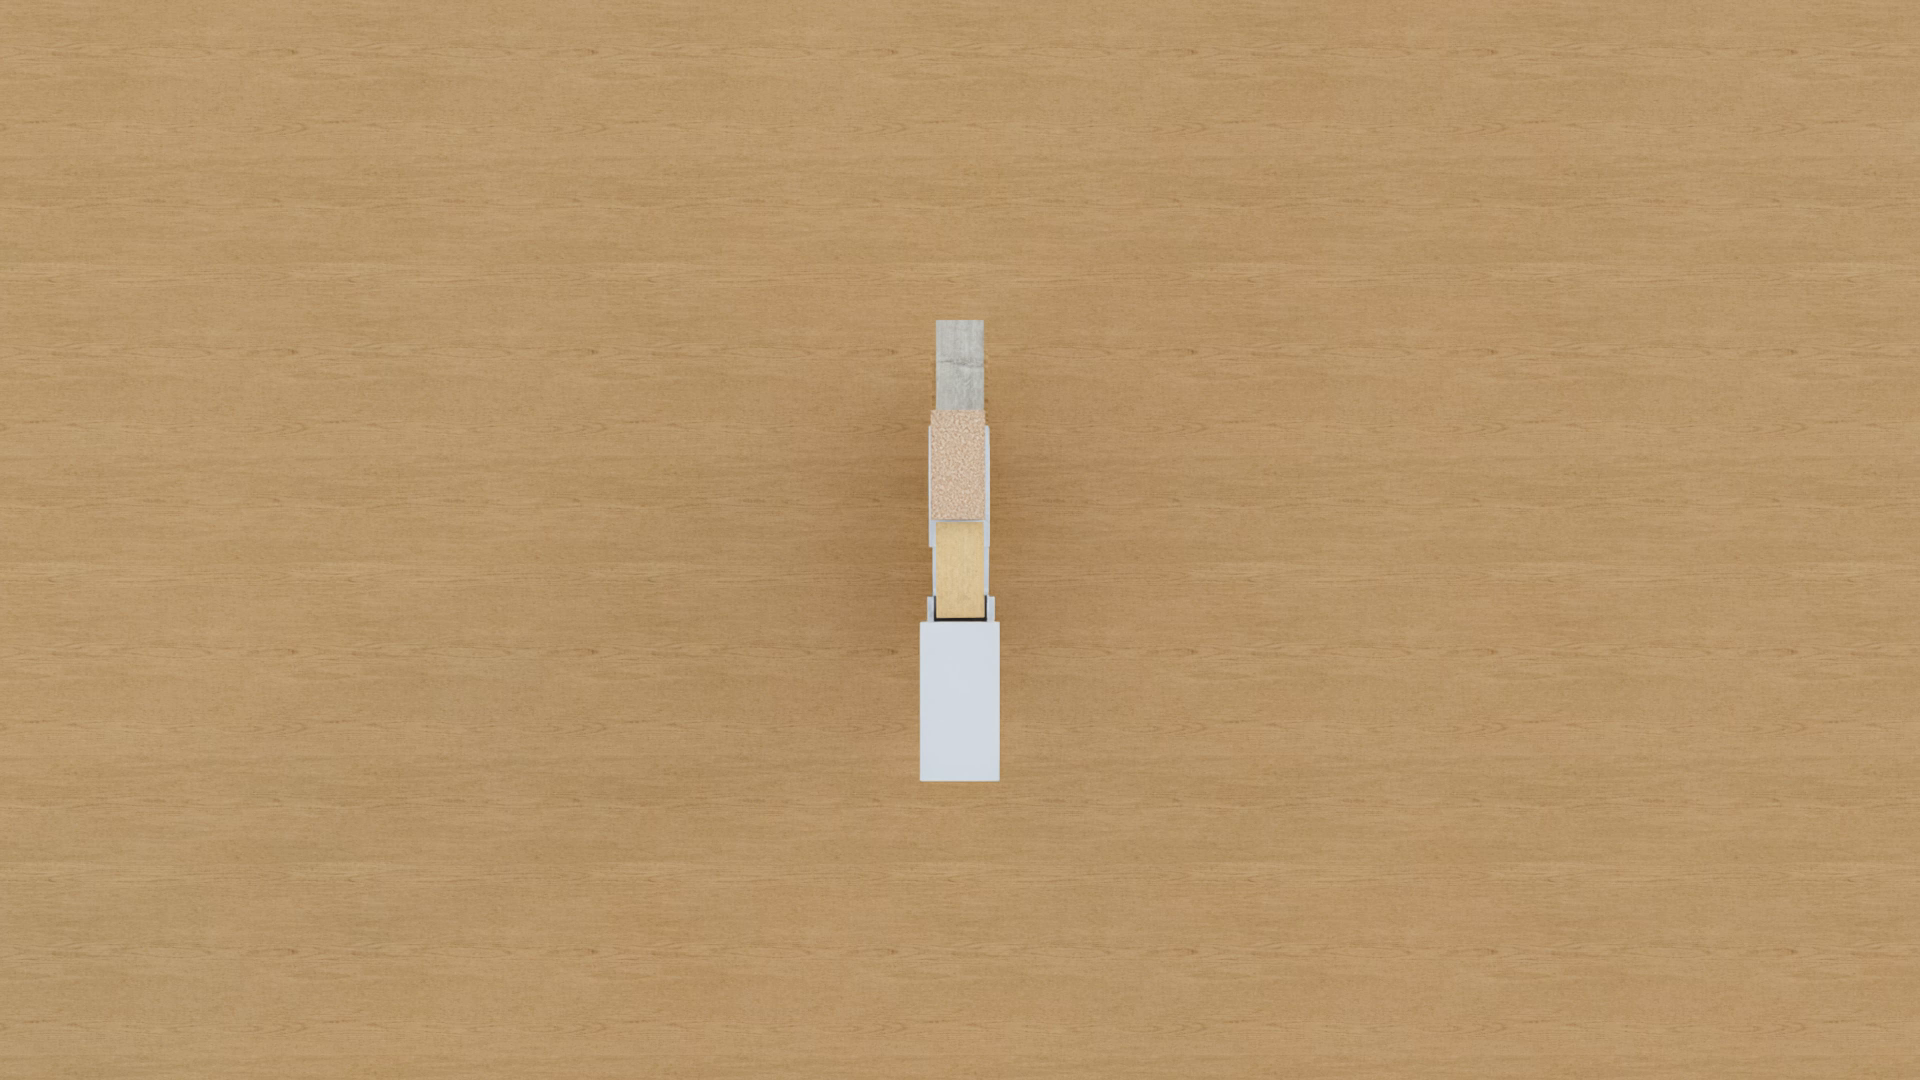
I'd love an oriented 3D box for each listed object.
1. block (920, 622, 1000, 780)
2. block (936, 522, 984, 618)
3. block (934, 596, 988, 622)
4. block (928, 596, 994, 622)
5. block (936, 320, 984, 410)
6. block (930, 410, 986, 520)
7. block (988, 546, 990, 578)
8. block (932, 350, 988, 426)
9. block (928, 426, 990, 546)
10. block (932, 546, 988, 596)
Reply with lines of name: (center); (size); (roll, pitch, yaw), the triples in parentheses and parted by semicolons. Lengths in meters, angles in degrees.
block: (-0.001, 0.356, 3.660); (0.175, 0.049, 0.349); (0, 90, 0)
block: (0.000, 0.068, 3.799); (0.110, 0.031, 0.220); (-1, 90, 0)
block: (0.001, 0.266, 4.053); (0.130, 0.037, 0.261); (0, 90, 0)
block: (0.002, 0.326, 4.357); (0.176, 0.050, 0.353); (0, 90, 0)
block: (0.000, -0.416, 4.006); (0.116, 0.033, 0.231); (0, 90, 0)
block: (-0.005, -0.171, 3.776); (0.125, 0.035, 0.249); (0, 90, 0)
block: (0.003, -0.060, 5.126); (0.175, 0.049, 0.349); (0, 90, 0)
block: (0.000, -0.351, 4.404); (0.152, 0.043, 0.303); (0, 90, 0)
block: (-0.002, -0.131, 4.064); (0.149, 0.042, 0.297); (0, 90, 0)
block: (0.002, 0.177, 4.758); (0.161, 0.046, 0.321); (0, 90, 0)
